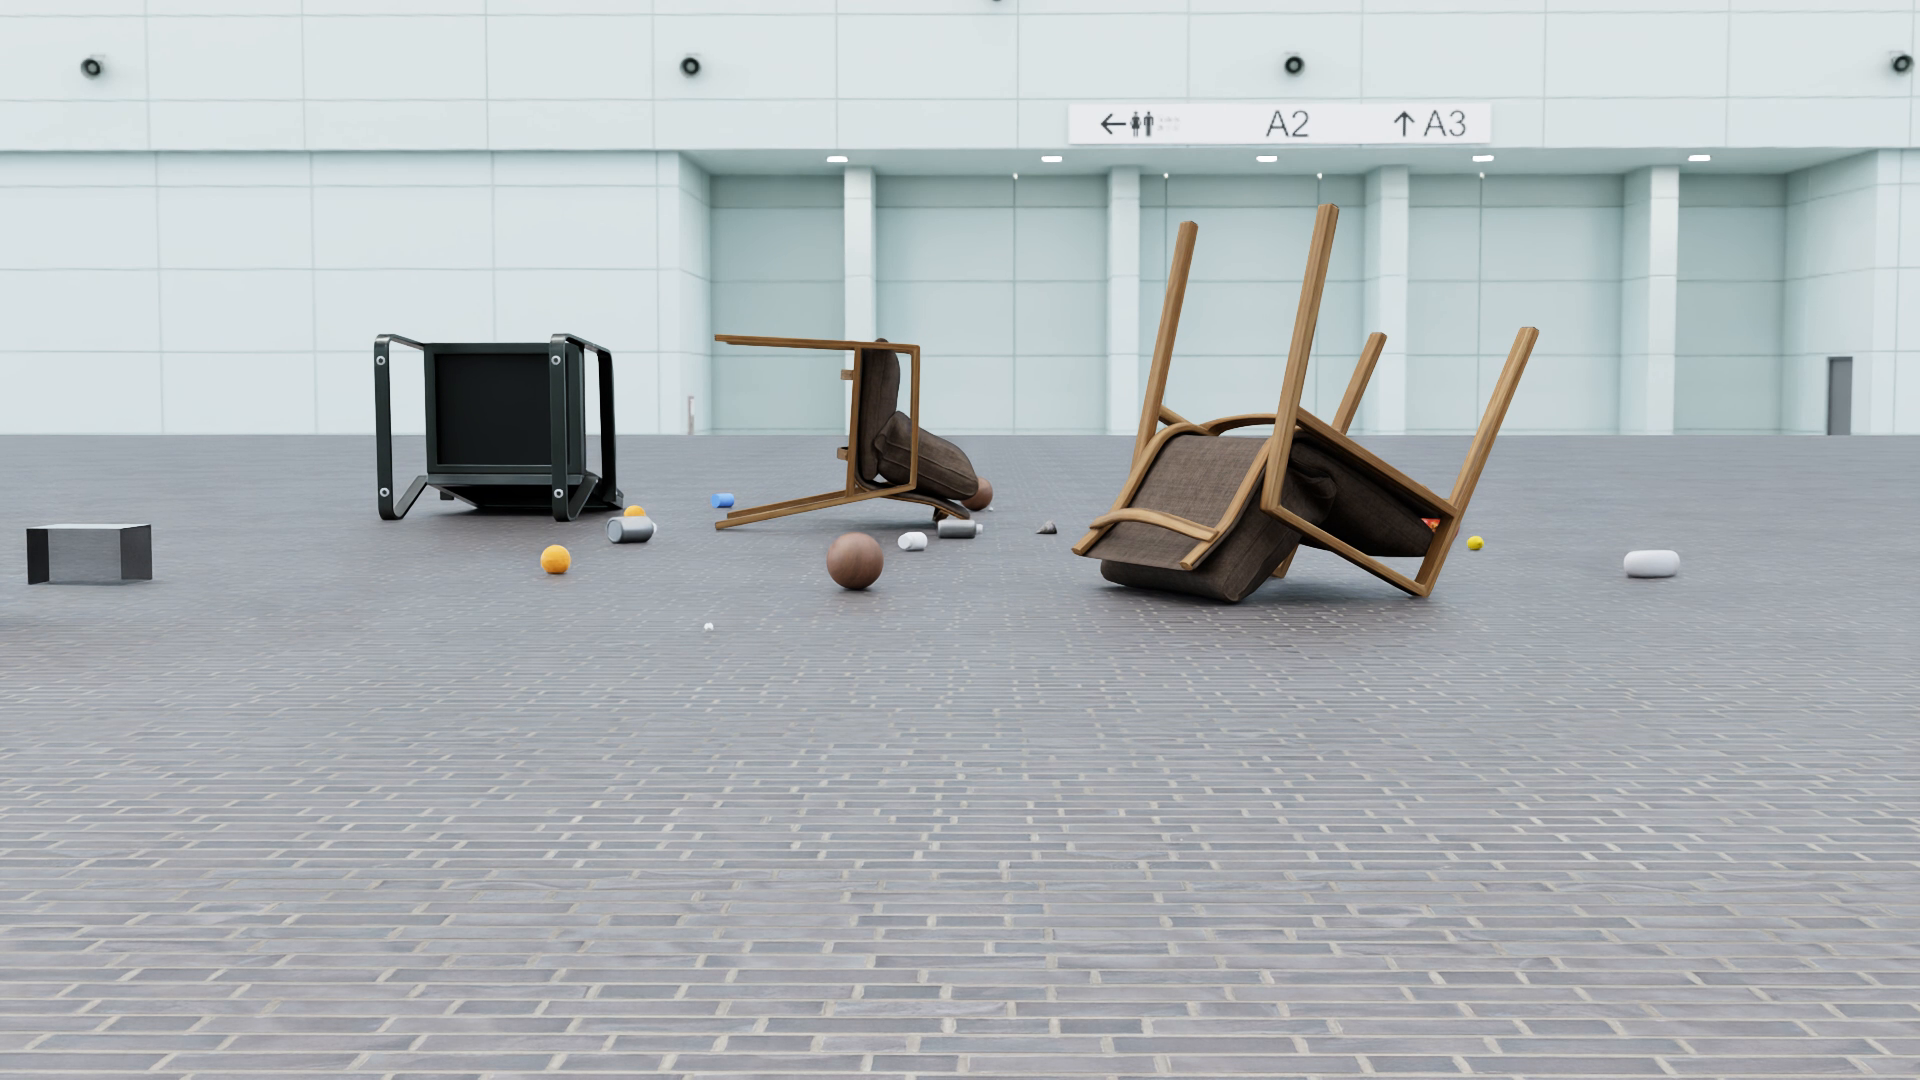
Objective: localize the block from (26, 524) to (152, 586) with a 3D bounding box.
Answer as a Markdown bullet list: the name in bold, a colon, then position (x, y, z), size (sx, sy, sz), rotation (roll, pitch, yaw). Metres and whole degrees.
- **block**: position (-2.021, 0.033, 5.110), size (0.221, 0.131, 0.162), rotation (0, 4, 4)

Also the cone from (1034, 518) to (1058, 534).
- **cone**: position (0.261, -0.032, 6.834), size (0.066, 0.050, 0.069), rotation (-21, 12, -6)

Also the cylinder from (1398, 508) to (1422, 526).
- **cylinder**: position (1.493, -0.077, 7.293), size (0.075, 0.050, 0.060), rotation (15, 8, 14)

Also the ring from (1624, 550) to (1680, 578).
- **ring**: position (1.659, 0.057, 5.274), size (0.188, 0.061, 0.087), rotation (-2, 2, -37)

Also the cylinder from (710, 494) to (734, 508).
- **cylinder**: position (-0.902, -0.150, 8.353), size (0.069, 0.053, 0.056), rotation (-5, 12, -43)
